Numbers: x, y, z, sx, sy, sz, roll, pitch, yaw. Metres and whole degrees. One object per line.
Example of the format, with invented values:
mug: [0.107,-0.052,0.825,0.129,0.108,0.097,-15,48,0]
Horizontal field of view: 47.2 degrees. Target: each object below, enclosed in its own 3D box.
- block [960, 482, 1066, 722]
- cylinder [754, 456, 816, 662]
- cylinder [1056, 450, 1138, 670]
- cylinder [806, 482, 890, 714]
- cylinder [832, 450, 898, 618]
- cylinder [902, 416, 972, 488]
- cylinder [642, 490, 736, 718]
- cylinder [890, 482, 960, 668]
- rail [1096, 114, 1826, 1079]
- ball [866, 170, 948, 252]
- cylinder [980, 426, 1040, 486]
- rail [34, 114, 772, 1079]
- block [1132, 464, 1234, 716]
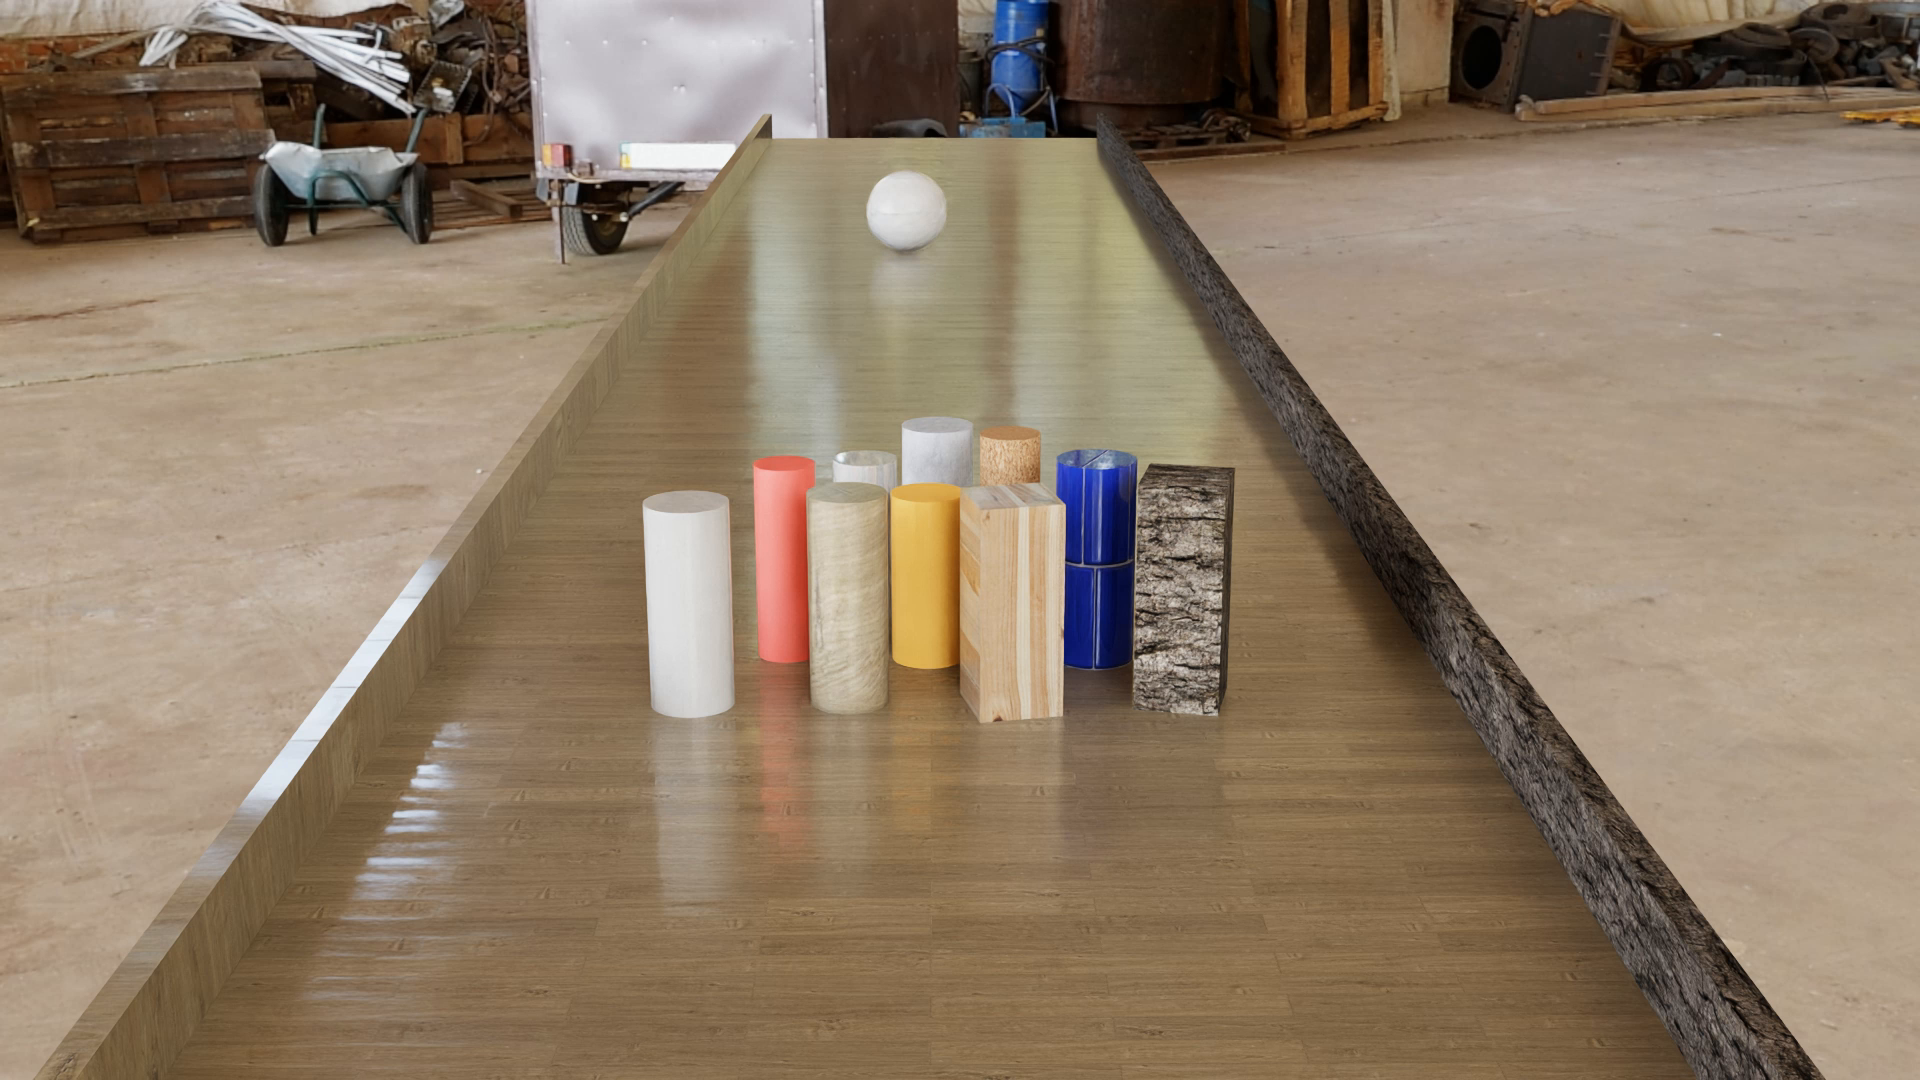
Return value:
block: [0.096,0.116,4.118,0.160,0.411,0.160,-4,17,-13]
cylinder: [-0.348,0.038,4.402,0.122,0.397,0.122,0,17,0]
cylinder: [0.269,0.038,4.376,0.160,0.412,0.160,0,17,0]
cylinder: [-0.211,0.109,4.140,0.151,0.411,0.151,0,17,0]
cylinder: [-0.200,-0.009,4.663,0.135,0.339,0.135,0,17,0]
cylinder: [-0.050,-0.080,4.865,0.157,0.359,0.157,0,17,0]
cylinder: [-0.507,0.119,4.128,0.159,0.397,0.159,0,17,0]
cylinder: [-0.063,0.070,4.389,0.148,0.343,0.148,0,17,0]
rail: [0.932,-0.844,7.801,0.050,0.150,12.000,0,17,-1]
ball: [-0.225,-1.393,9.310,0.342,0.342,0.342,0,17,0]
cylinder: [0.104,-0.026,4.603,0.125,0.406,0.125,0,17,0]
rail: [-1.118,-0.838,7.780,0.050,0.150,12.000,0,17,-1]
block: [0.422,0.092,4.146,0.161,0.440,0.161,4,17,12]
